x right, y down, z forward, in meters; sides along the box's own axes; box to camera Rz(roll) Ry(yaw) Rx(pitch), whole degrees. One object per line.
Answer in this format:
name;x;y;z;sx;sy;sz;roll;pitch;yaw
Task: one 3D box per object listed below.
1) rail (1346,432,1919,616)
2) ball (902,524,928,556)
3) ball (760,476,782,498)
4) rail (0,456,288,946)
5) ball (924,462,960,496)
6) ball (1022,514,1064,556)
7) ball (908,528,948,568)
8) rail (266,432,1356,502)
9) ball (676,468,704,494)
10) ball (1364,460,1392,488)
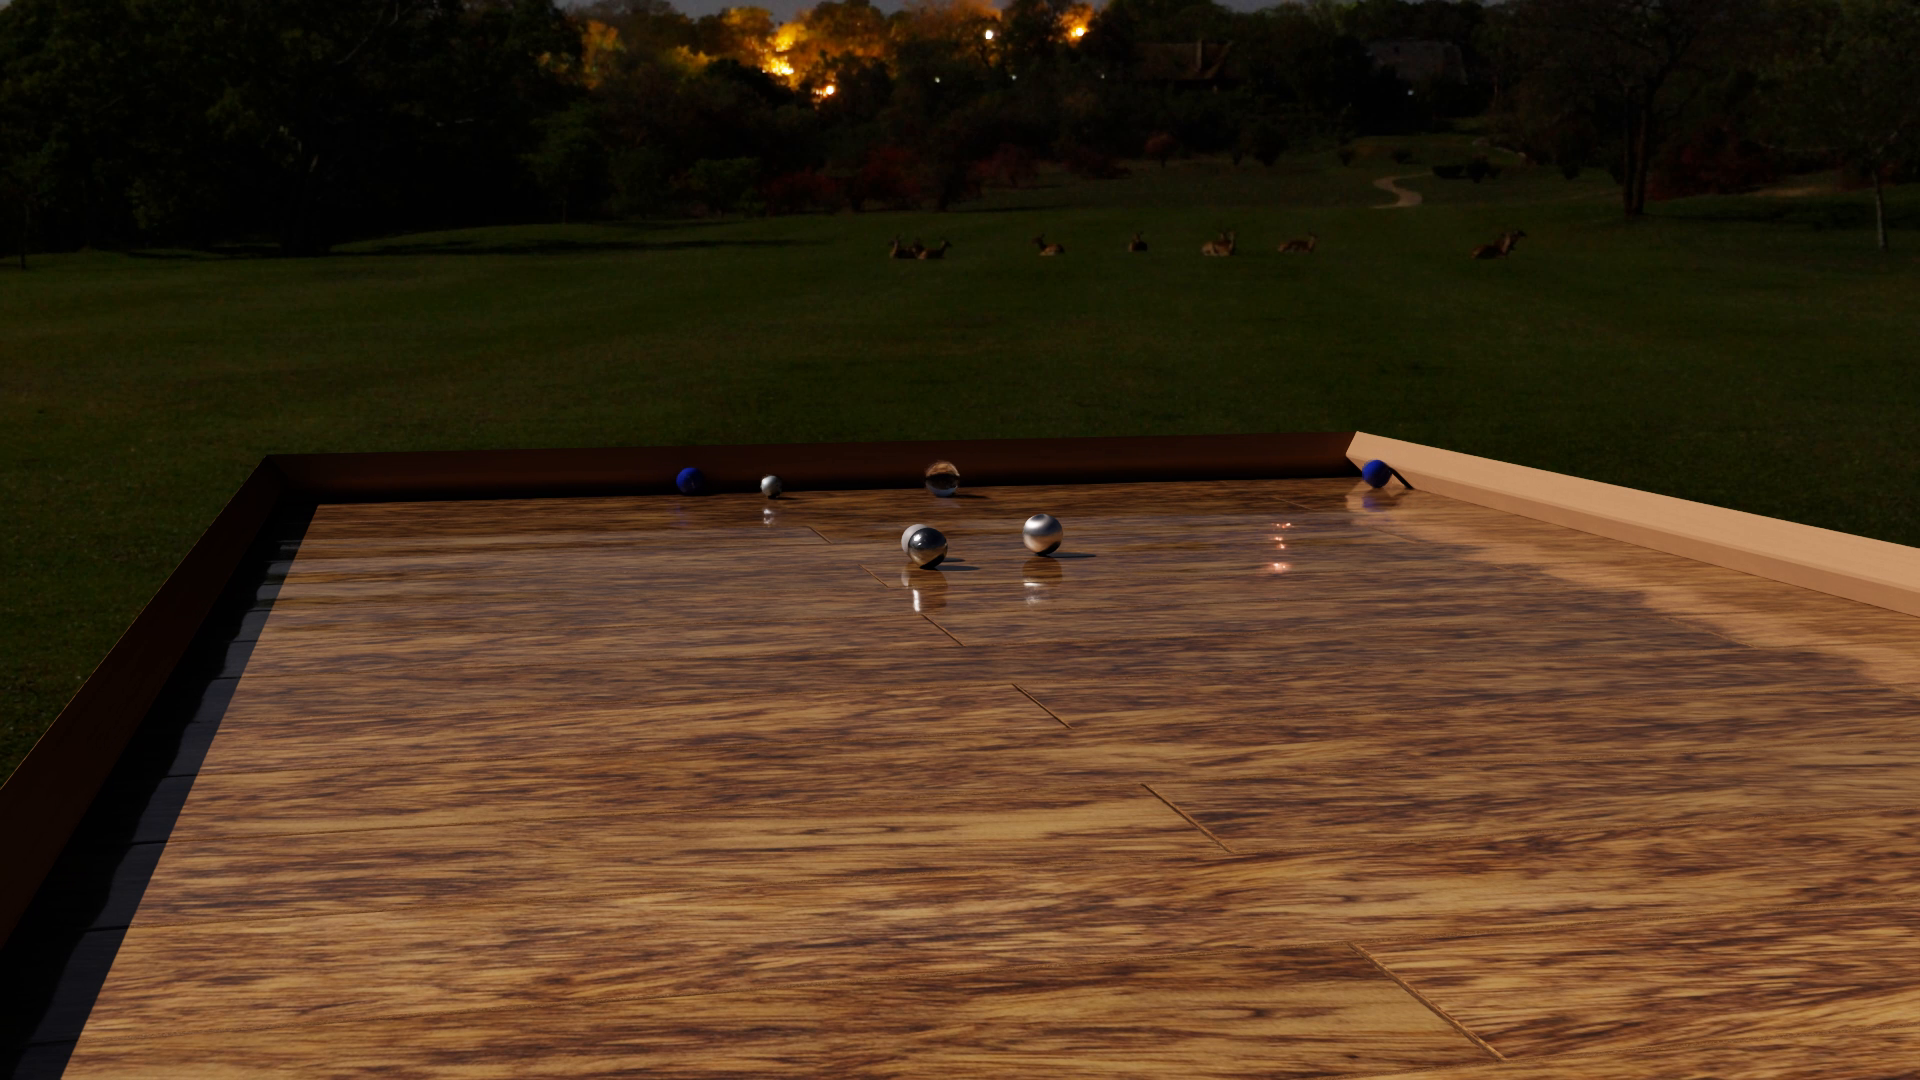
rail;1.373;0.091;2.849;0.045;0.094;4.369;-2;8;-13
ball;-0.067;0.003;3.627;0.059;0.059;0.059;0;8;0
ball;-0.386;-0.108;4.498;0.044;0.044;0.044;0;8;0
rail;-0.872;0.162;2.325;0.045;0.094;4.369;-2;8;-13
ball;-0.037;-0.126;4.524;0.073;0.073;0.073;0;8;0
ball;0.138;-0.009;3.681;0.069;0.069;0.069;0;8;0
ball;-0.052;0.013;3.537;0.065;0.065;0.065;0;8;0
rail;-0.245;-0.158;4.671;2.354;0.094;0.045;-2;8;-13
ball;-0.560;-0.122;4.554;0.056;0.056;0.056;0;8;0
ball;0.889;-0.141;4.685;0.059;0.059;0.059;0;8;0
